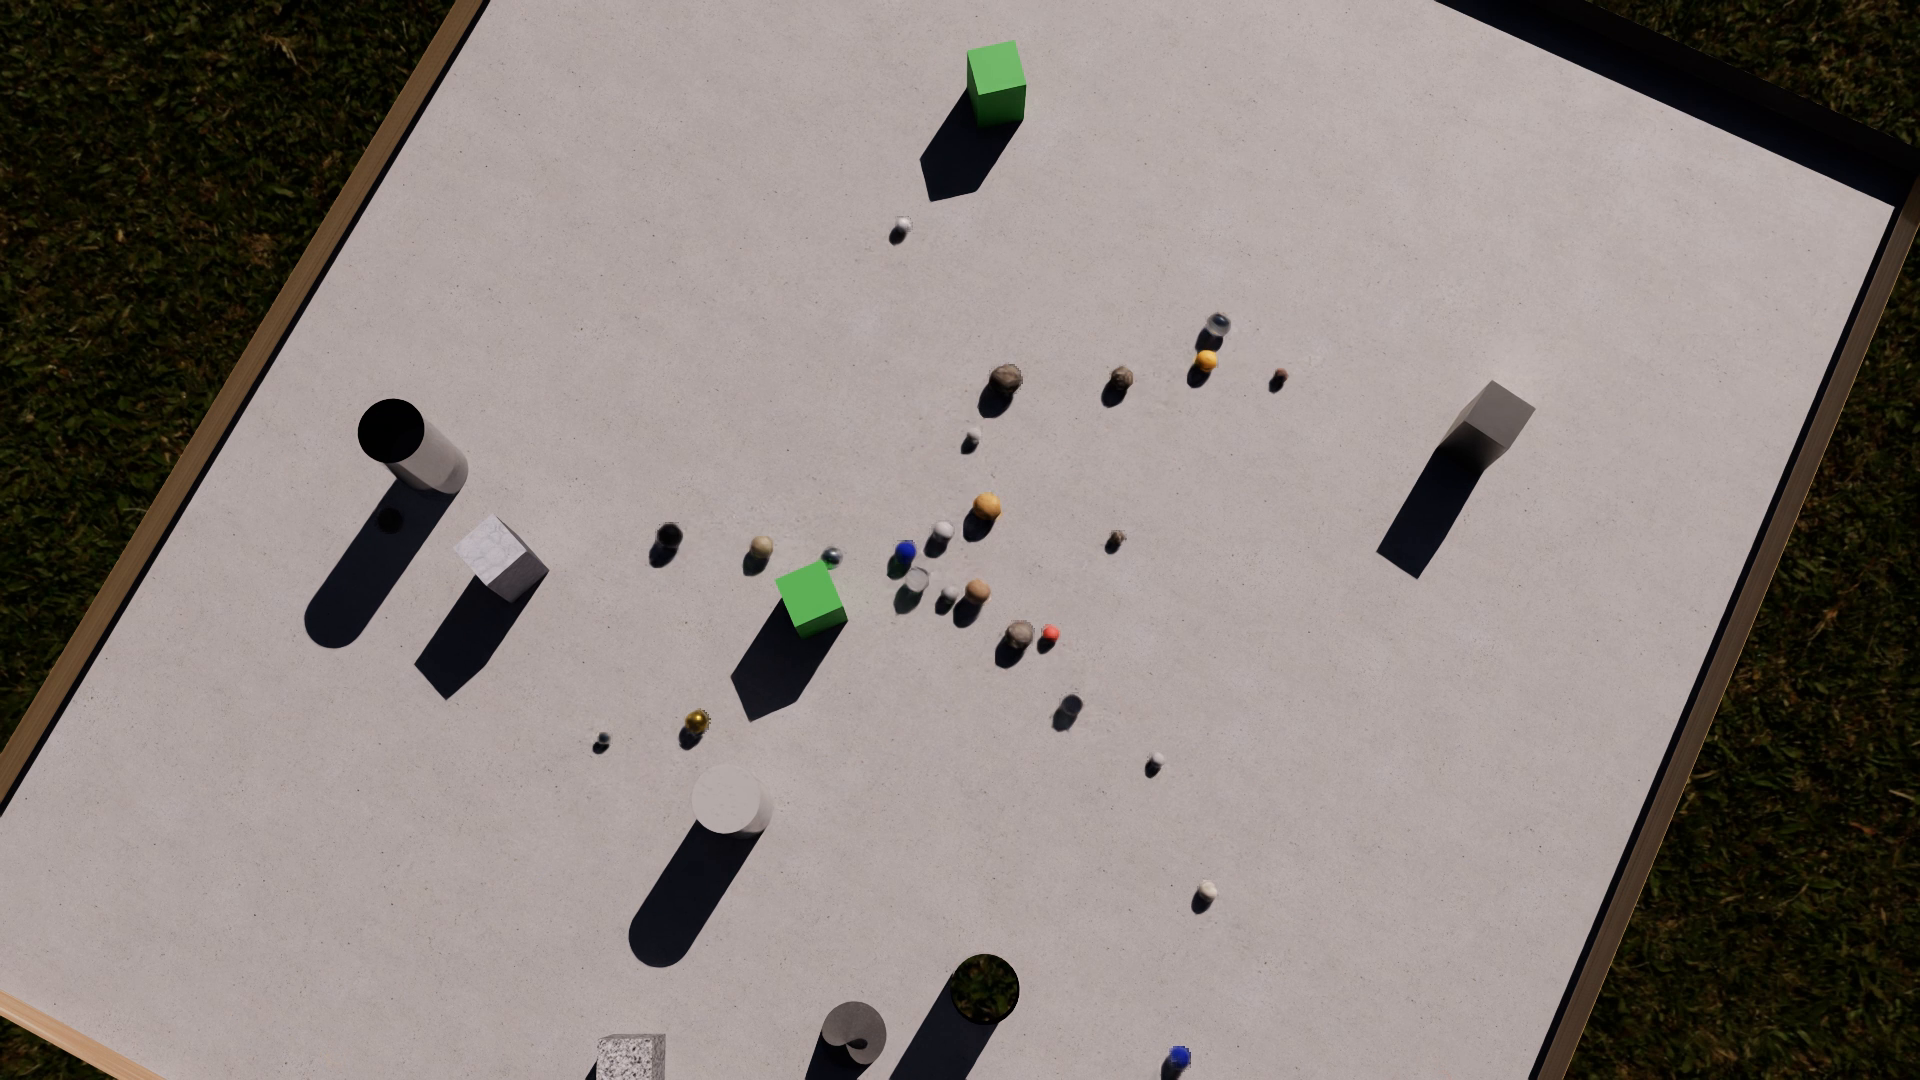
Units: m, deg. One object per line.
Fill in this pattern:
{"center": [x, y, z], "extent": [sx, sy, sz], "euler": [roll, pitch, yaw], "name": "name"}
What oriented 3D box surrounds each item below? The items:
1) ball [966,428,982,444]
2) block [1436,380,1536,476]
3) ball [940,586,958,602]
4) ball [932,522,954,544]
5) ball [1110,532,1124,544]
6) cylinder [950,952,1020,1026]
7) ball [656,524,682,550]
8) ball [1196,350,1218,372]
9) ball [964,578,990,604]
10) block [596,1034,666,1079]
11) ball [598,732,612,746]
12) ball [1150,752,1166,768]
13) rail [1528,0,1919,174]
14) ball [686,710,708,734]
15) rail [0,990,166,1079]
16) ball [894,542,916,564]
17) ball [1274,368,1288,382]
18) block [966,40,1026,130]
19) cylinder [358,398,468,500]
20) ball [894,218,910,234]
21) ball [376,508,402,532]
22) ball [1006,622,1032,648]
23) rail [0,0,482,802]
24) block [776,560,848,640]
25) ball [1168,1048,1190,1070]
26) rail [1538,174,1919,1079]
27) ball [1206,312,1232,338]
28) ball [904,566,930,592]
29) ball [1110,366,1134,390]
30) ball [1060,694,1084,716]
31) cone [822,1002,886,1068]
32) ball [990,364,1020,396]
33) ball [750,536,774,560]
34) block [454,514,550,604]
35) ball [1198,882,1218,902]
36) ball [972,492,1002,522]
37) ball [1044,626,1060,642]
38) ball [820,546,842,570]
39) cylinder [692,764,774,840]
{"center": [0.044, -0.322, 5.659], "extent": [0.048, 0.048, 0.048], "euler": [0, 78, 0], "name": "ball"}
{"center": [1.578, -0.332, 5.515], "extent": [0.152, 0.334, 0.152], "euler": [35, 80, 7], "name": "block"}
{"center": [-0.031, 0.164, 5.555], "extent": [0.053, 0.053, 0.053], "euler": [0, 78, 0], "name": "ball"}
{"center": [-0.053, -0.023, 5.588], "extent": [0.066, 0.066, 0.066], "euler": [0, 78, 0], "name": "ball"}
{"center": [0.481, -0.006, 5.596], "extent": [0.042, 0.042, 0.042], "euler": [0, 78, 0], "name": "ball"}
{"center": [0.068, 1.263, 5.175], "extent": [0.190, 0.352, 0.190], "euler": [0, 78, 0], "name": "cylinder"}
{"center": [-0.884, -0.011, 5.579], "extent": [0.079, 0.079, 0.079], "euler": [0, 78, 0], "name": "ball"}
{"center": [0.766, -0.557, 5.697], "extent": [0.068, 0.068, 0.068], "euler": [0, 78, 0], "name": "ball"}
{"center": [0.053, 0.156, 5.530], "extent": [0.078, 0.078, 0.078], "euler": [0, 78, 0], "name": "ball"}
{"center": [-0.929, 1.483, 5.188], "extent": [0.152, 0.239, 0.152], "euler": [-1, 78, 0], "name": "block"}
{"center": [-1.062, 0.592, 5.473], "extent": [0.041, 0.041, 0.041], "euler": [0, 78, 0], "name": "ball"}
{"center": [0.588, 0.656, 5.458], "extent": [0.045, 0.045, 0.045], "euler": [0, 78, 0], "name": "ball"}
{"center": [1.090, -2.128, 5.993], "extent": [4.443, 0.123, 0.045], "euler": [26, 80, 5], "name": "rail"}
{"center": [-0.786, 0.544, 5.469], "extent": [0.068, 0.068, 0.068], "euler": [0, 78, 0], "name": "ball"}
{"center": [-1.090, 2.142, 5.109], "extent": [4.443, 0.123, 0.045], "euler": [26, 80, 5], "name": "rail"}
{"center": [-0.166, 0.038, 5.574], "extent": [0.067, 0.067, 0.067], "euler": [0, 78, 0], "name": "ball"}
{"center": [0.999, -0.512, 5.700], "extent": [0.044, 0.044, 0.044], "euler": [0, 78, 0], "name": "ball"}
{"center": [0.114, -1.433, 5.783], "extent": [0.152, 0.255, 0.152], "euler": [-13, 79, -3], "name": "block"}
{"center": [-1.613, -0.262, 5.428], "extent": [0.190, 0.474, 0.190], "euler": [0, 78, 0], "name": "cylinder"}
{"center": [-0.182, -0.995, 5.797], "extent": [0.049, 0.049, 0.049], "euler": [0, 78, 0], "name": "ball"}
{"center": [-1.741, -0.061, 5.591], "extent": [0.074, 0.074, 0.074], "euler": [0, 78, 0], "name": "ball"}
{"center": [0.178, 0.286, 5.515], "extent": [0.083, 0.083, 0.083], "euler": [0, 78, 0], "name": "ball"}
{"center": [-1.966, -0.956, 5.750], "extent": [0.045, 0.123, 4.923], "euler": [26, 80, 5], "name": "rail"}
{"center": [-0.439, 0.180, 5.448], "extent": [0.152, 0.258, 0.152], "euler": [-23, 79, -5], "name": "block"}
{"center": [0.631, 1.494, 5.276], "extent": [0.061, 0.061, 0.061], "euler": [0, 78, 0], "name": "ball"}
{"center": [1.966, 0.969, 5.352], "extent": [0.045, 0.123, 4.923], "euler": [26, 80, 5], "name": "rail"}
{"center": [0.806, -0.669, 5.715], "extent": [0.078, 0.078, 0.078], "euler": [0, 78, 0], "name": "ball"}
{"center": [-0.129, 0.119, 5.542], "extent": [0.076, 0.076, 0.076], "euler": [0, 78, 0], "name": "ball"}
{"center": [0.502, -0.501, 5.683], "extent": [0.072, 0.072, 0.072], "euler": [0, 78, 0], "name": "ball"}
{"center": [0.335, 0.493, 5.481], "extent": [0.066, 0.066, 0.066], "euler": [0, 78, 0], "name": "ball"}
{"center": [-0.308, 1.400, 5.140], "extent": [0.190, 0.366, 0.190], "euler": [0, 78, 0], "name": "cone"}
{"center": [0.139, -0.494, 5.670], "extent": [0.095, 0.095, 0.095], "euler": [0, 78, 0], "name": "ball"}
{"center": [-0.603, 0.022, 5.575], "extent": [0.073, 0.073, 0.073], "euler": [0, 78, 0], "name": "ball"}
{"center": [-1.360, 0.058, 5.448], "extent": [0.152, 0.306, 0.152], "euler": [-42, 81, -8], "name": "block"}
{"center": [0.729, 1.032, 5.375], "extent": [0.055, 0.055, 0.055], "euler": [0, 78, 0], "name": "ball"}
{"center": [0.083, -0.102, 5.592], "extent": [0.088, 0.088, 0.088], "euler": [0, 78, 0], "name": "ball"}
{"center": [0.275, 0.285, 5.533], "extent": [0.049, 0.049, 0.049], "euler": [0, 78, 0], "name": "ball"}
{"center": [-0.388, 0.056, 5.509], "extent": [0.071, 0.071, 0.071], "euler": [0, 78, 0], "name": "ball"}
{"center": [-0.649, 0.756, 5.265], "extent": [0.190, 0.383, 0.190], "euler": [0, 78, 0], "name": "cylinder"}
